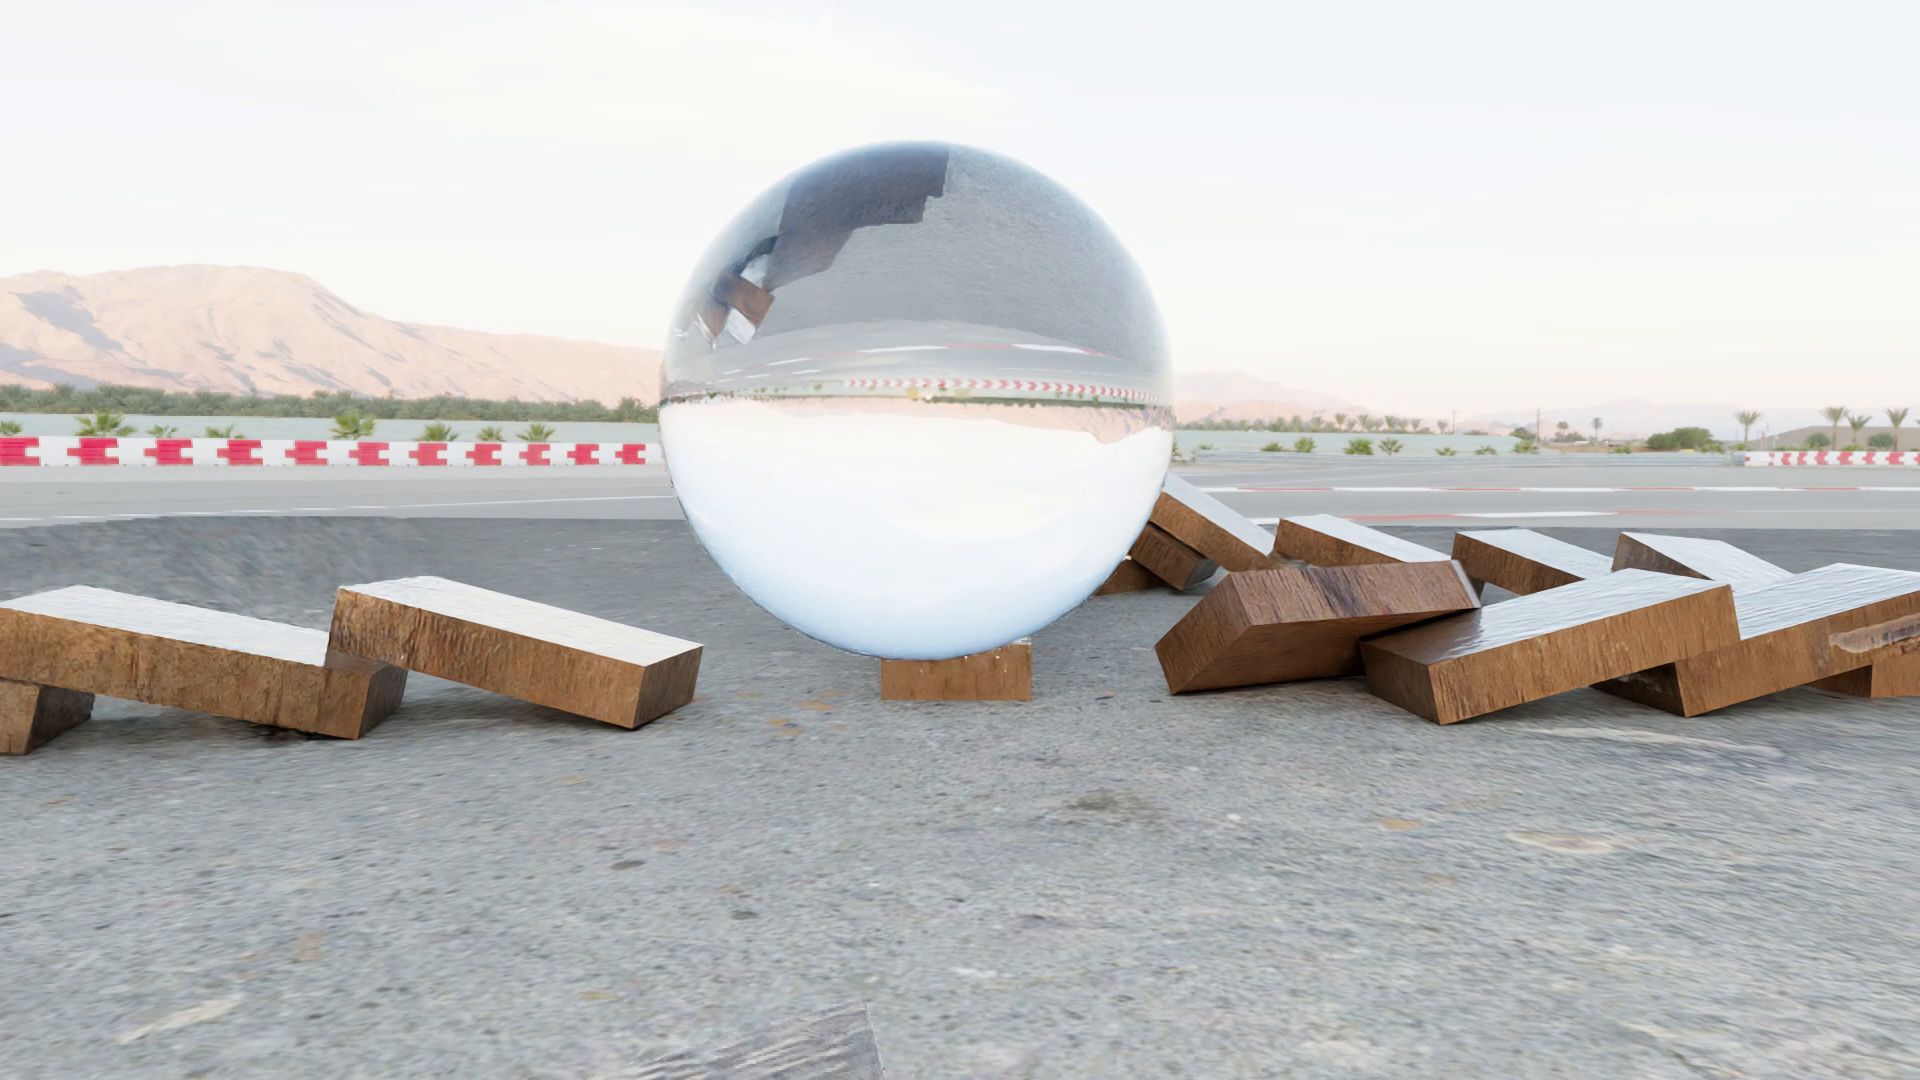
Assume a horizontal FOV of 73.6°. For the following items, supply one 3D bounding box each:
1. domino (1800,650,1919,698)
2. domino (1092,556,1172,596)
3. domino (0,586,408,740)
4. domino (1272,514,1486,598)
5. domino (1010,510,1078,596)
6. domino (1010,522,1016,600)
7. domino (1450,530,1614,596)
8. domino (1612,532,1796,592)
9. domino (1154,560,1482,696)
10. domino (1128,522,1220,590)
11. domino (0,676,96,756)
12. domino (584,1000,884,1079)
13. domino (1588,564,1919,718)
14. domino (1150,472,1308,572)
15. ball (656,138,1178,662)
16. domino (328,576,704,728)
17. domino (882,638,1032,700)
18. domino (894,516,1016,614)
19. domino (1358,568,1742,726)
[{"bbox_3d":[0.172,0.020,0.234,0.050,0.010,0.025,-1,5,-18],"label":"domino"},{"bbox_3d":[0.047,0.009,0.386,0.025,0.010,0.050,4,6,45],"label":"domino"},{"bbox_3d":[-0.112,0.018,0.192,0.050,0.010,0.025,13,2,-11],"label":"domino"},{"bbox_3d":[0.114,0.005,0.351,0.025,0.010,0.050,-4,21,-44],"label":"domino"},{"bbox_3d":[0.017,0.004,0.364,0.025,0.010,0.050,-6,15,16],"label":"domino"},{"bbox_3d":[0.001,0.008,0.320,0.025,0.009,0.050,0,19,1],"label":"domino"},{"bbox_3d":[0.150,0.009,0.317,0.025,0.009,0.050,-2,17,-24],"label":"domino"},{"bbox_3d":[0.169,0.011,0.283,0.025,0.009,0.050,5,16,-3],"label":"domino"},{"bbox_3d":[0.062,0.015,0.221,0.050,0.009,0.025,-2,-31,-26],"label":"domino"},{"bbox_3d":[0.052,-0.005,0.379,0.050,0.010,0.025,35,24,23],"label":"domino"},{"bbox_3d":[-0.154,0.018,0.180,0.050,0.010,0.025,13,0,-17],"label":"domino"},{"bbox_3d":[-0.025,0.030,0.036,0.050,0.010,0.025,-13,6,-7],"label":"domino"},{"bbox_3d":[0.134,0.016,0.214,0.050,0.009,0.025,-15,6,-5],"label":"domino"},{"bbox_3d":[0.075,-0.002,0.372,0.050,0.009,0.025,35,21,22],"label":"domino"},{"bbox_3d":[-0.006,-0.021,0.201,0.080,0.080,0.080,0,4,0],"label":"ball"},{"bbox_3d":[-0.069,0.017,0.204,0.050,0.009,0.025,13,4,8],"label":"domino"},{"bbox_3d":[0.000,0.020,0.238,0.025,0.010,0.050,0,4,1],"label":"domino"},{"bbox_3d":[-0.001,0.008,0.289,0.025,0.010,0.050,0,23,1],"label":"domino"},{"bbox_3d":[0.094,0.016,0.208,0.050,0.010,0.025,-14,6,-5],"label":"domino"}]
